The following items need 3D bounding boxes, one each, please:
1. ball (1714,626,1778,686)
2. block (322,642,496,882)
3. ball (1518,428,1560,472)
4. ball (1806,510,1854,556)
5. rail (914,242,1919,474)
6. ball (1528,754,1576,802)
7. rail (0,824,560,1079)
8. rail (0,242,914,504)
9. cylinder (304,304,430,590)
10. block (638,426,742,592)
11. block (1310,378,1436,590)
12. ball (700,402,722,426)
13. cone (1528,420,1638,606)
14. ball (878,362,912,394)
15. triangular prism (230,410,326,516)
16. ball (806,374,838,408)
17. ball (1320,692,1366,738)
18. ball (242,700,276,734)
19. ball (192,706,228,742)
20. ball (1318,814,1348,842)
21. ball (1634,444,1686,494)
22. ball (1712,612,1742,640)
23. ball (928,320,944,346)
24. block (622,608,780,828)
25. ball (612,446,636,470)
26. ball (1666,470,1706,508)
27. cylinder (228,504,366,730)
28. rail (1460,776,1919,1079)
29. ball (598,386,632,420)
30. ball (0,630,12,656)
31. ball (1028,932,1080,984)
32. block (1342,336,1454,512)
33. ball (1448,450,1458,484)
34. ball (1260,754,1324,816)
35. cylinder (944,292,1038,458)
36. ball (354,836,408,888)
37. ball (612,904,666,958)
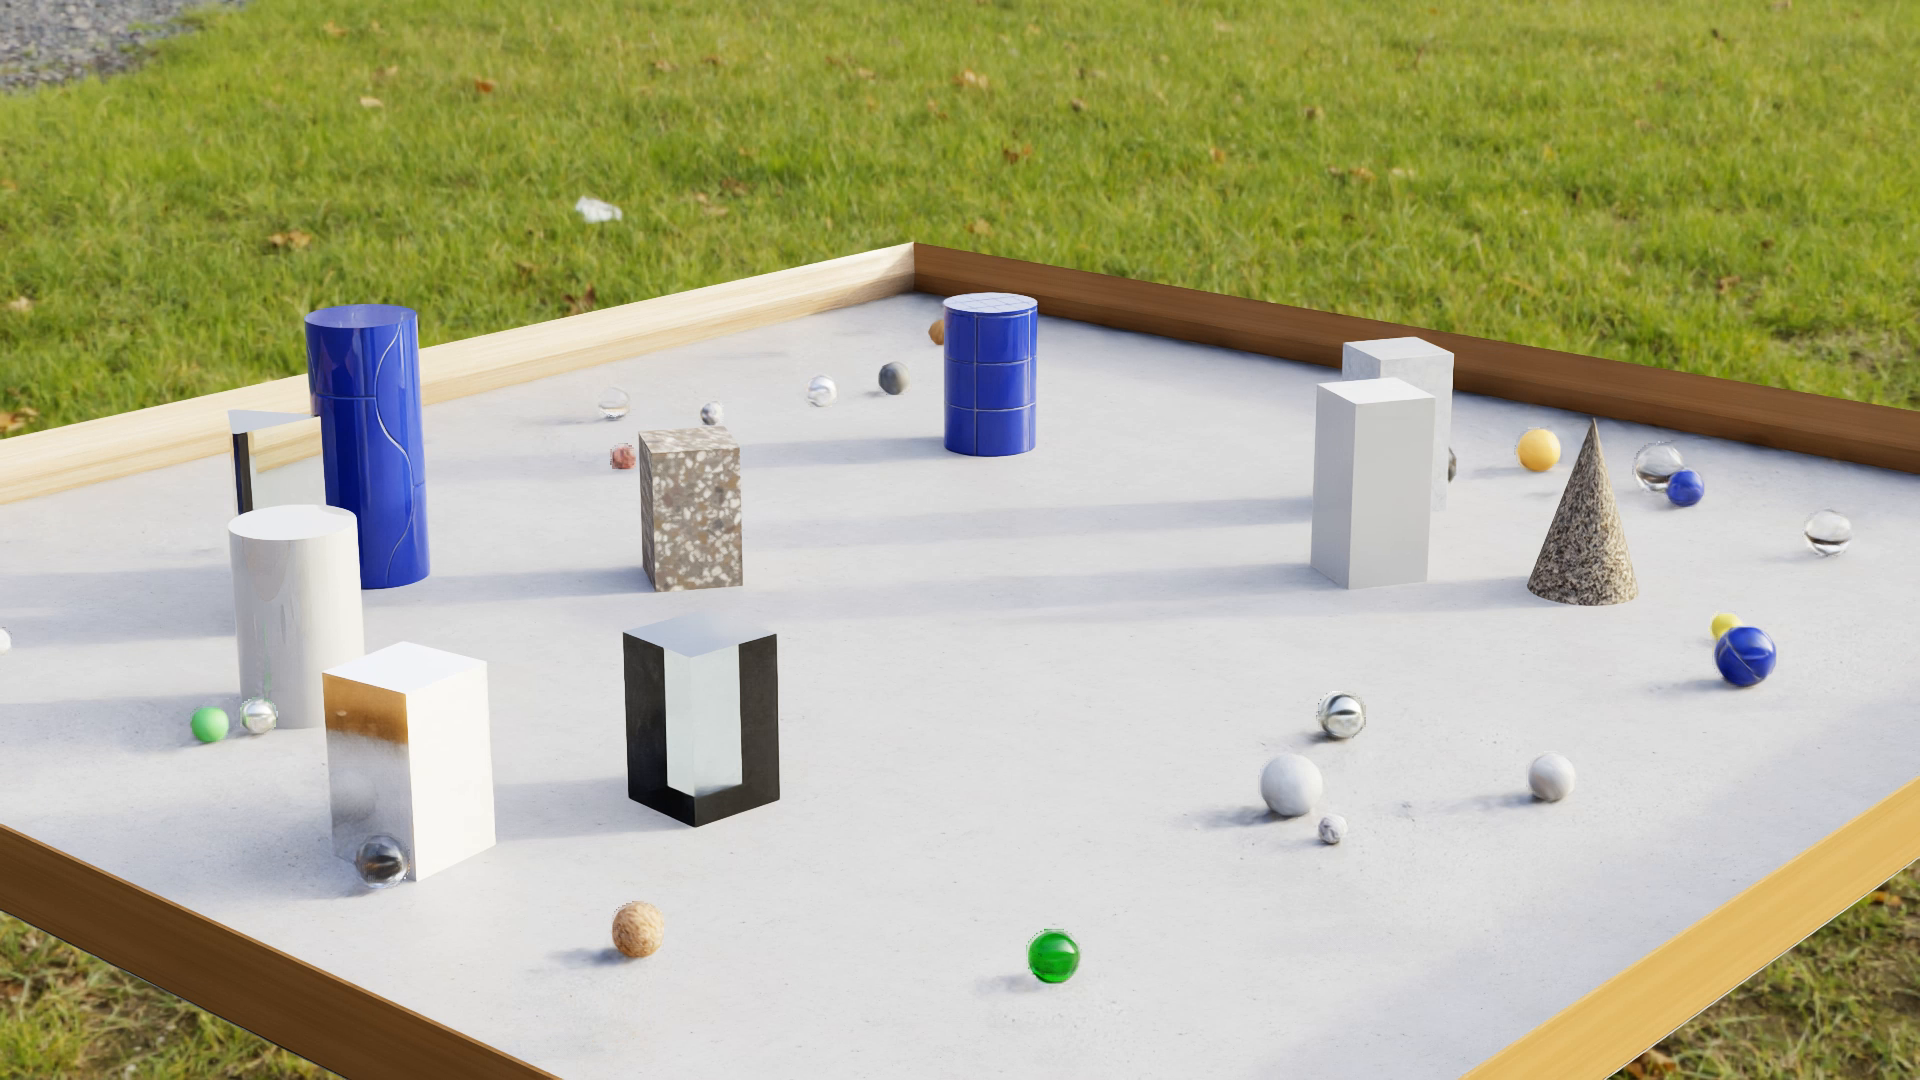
[{"bbox_3d":[1.251,0.184,4.669,0.097,0.097,0.097,0,17,0],"label":"ball"},{"bbox_3d":[-0.749,0.299,3.991,0.155,0.268,0.155,11,20,32],"label":"block"},{"bbox_3d":[1.164,-0.181,5.896,0.086,0.086,0.086,0,17,0],"label":"ball"},{"bbox_3d":[1.584,-0.013,5.343,0.084,0.084,0.084,0,17,0],"label":"ball"},{"bbox_3d":[1.197,-0.367,6.441,3.531,0.126,0.045,14,22,39],"label":"rail"},{"bbox_3d":[0.847,0.340,4.200,0.068,0.068,0.068,0,17,0],"label":"ball"},{"bbox_3d":[-1.197,0.430,3.800,3.531,0.126,0.045,14,22,39],"label":"rail"},{"bbox_3d":[-1.315,-0.298,6.214,0.045,0.126,3.700,14,22,39],"label":"rail"},{"bbox_3d":[-1.045,-0.166,5.180,0.193,0.471,0.193,0,17,0],"label":"cylinder"},{"bbox_3d":[-0.478,-0.056,5.194,0.155,0.253,0.155,-4,17,-14],"label":"block"},{"bbox_3d":[0.731,-0.102,5.199,0.155,0.337,0.155,-6,18,-18],"label":"block"},{"bbox_3d":[-0.530,-0.269,6.251,0.049,0.049,0.049,0,17,0],"label":"ball"},{"bbox_3d":[1.096,-0.064,5.116,0.193,0.313,0.193,0,17,0],"label":"cone"},{"bbox_3d":[-0.145,-0.359,6.509,0.074,0.074,0.074,0,17,0],"label":"ball"},{"bbox_3d":[-1.186,-0.039,4.973,0.145,0.349,0.167,16,23,42],"label":"triangular prism"},{"bbox_3d":[-0.302,-0.325,6.400,0.072,0.072,0.072,0,17,0],"label":"ball"},{"bbox_3d":[0.579,0.266,4.444,0.069,0.069,0.069,0,17,0],"label":"ball"},{"bbox_3d":[-1.066,0.268,4.457,0.051,0.051,0.051,0,17,0],"label":"ball"},{"bbox_3d":[-1.133,0.279,4.428,0.055,0.055,0.055,0,17,0],"label":"ball"},{"bbox_3d":[0.516,0.399,4.054,0.040,0.040,0.040,0,17,0],"label":"ball"},{"bbox_3d":[1.371,-0.139,5.741,0.096,0.096,0.096,0,17,0],"label":"ball"},{"bbox_3d":[1.275,0.146,4.875,0.050,0.050,0.050,0,17,0],"label":"ball"},{"bbox_3d":[-0.044,-0.494,6.977,0.060,0.060,0.060,0,17,0],"label":"ball"},{"bbox_3d":[-0.368,0.251,4.176,0.155,0.252,0.155,-15,22,-41],"label":"block"},{"bbox_3d":[-0.678,-0.166,5.910,0.049,0.049,0.049,0,17,0],"label":"ball"},{"bbox_3d":[1.398,-0.099,5.649,0.073,0.073,0.073,0,17,0],"label":"ball"},{"bbox_3d":[-1.023,0.117,4.535,0.193,0.302,0.193,0,17,0],"label":"cylinder"},{"bbox_3d":[1.315,0.361,4.027,0.045,0.126,3.700,14,22,39],"label":"rail"},{"bbox_3d":[-0.742,-0.294,6.296,0.071,0.071,0.071,0,17,0],"label":"ball"},{"bbox_3d":[-1.580,0.168,4.809,0.045,0.045,0.045,0,17,0],"label":"ball"},{"bbox_3d":[0.116,0.516,3.624,0.065,0.065,0.065,0,17,0],"label":"ball"},{"bbox_3d":[0.835,-0.218,5.632,0.155,0.309,0.155,-6,18,-19],"label":"block"},{"bbox_3d":[0.930,-0.146,5.760,0.093,0.093,0.093,0,17,0],"label":"ball"},{"bbox_3d":[0.469,0.347,4.143,0.089,0.089,0.089,0,17,0],"label":"ball"},{"bbox_3d":[0.062,-0.343,6.058,0.193,0.302,0.193,0,17,0],"label":"cylinder"},{"bbox_3d":[-0.769,0.428,3.903,0.071,0.071,0.071,0,17,0],"label":"ball"},{"bbox_3d":[-0.406,0.493,3.696,0.068,0.068,0.068,0,17,0],"label":"ball"}]
